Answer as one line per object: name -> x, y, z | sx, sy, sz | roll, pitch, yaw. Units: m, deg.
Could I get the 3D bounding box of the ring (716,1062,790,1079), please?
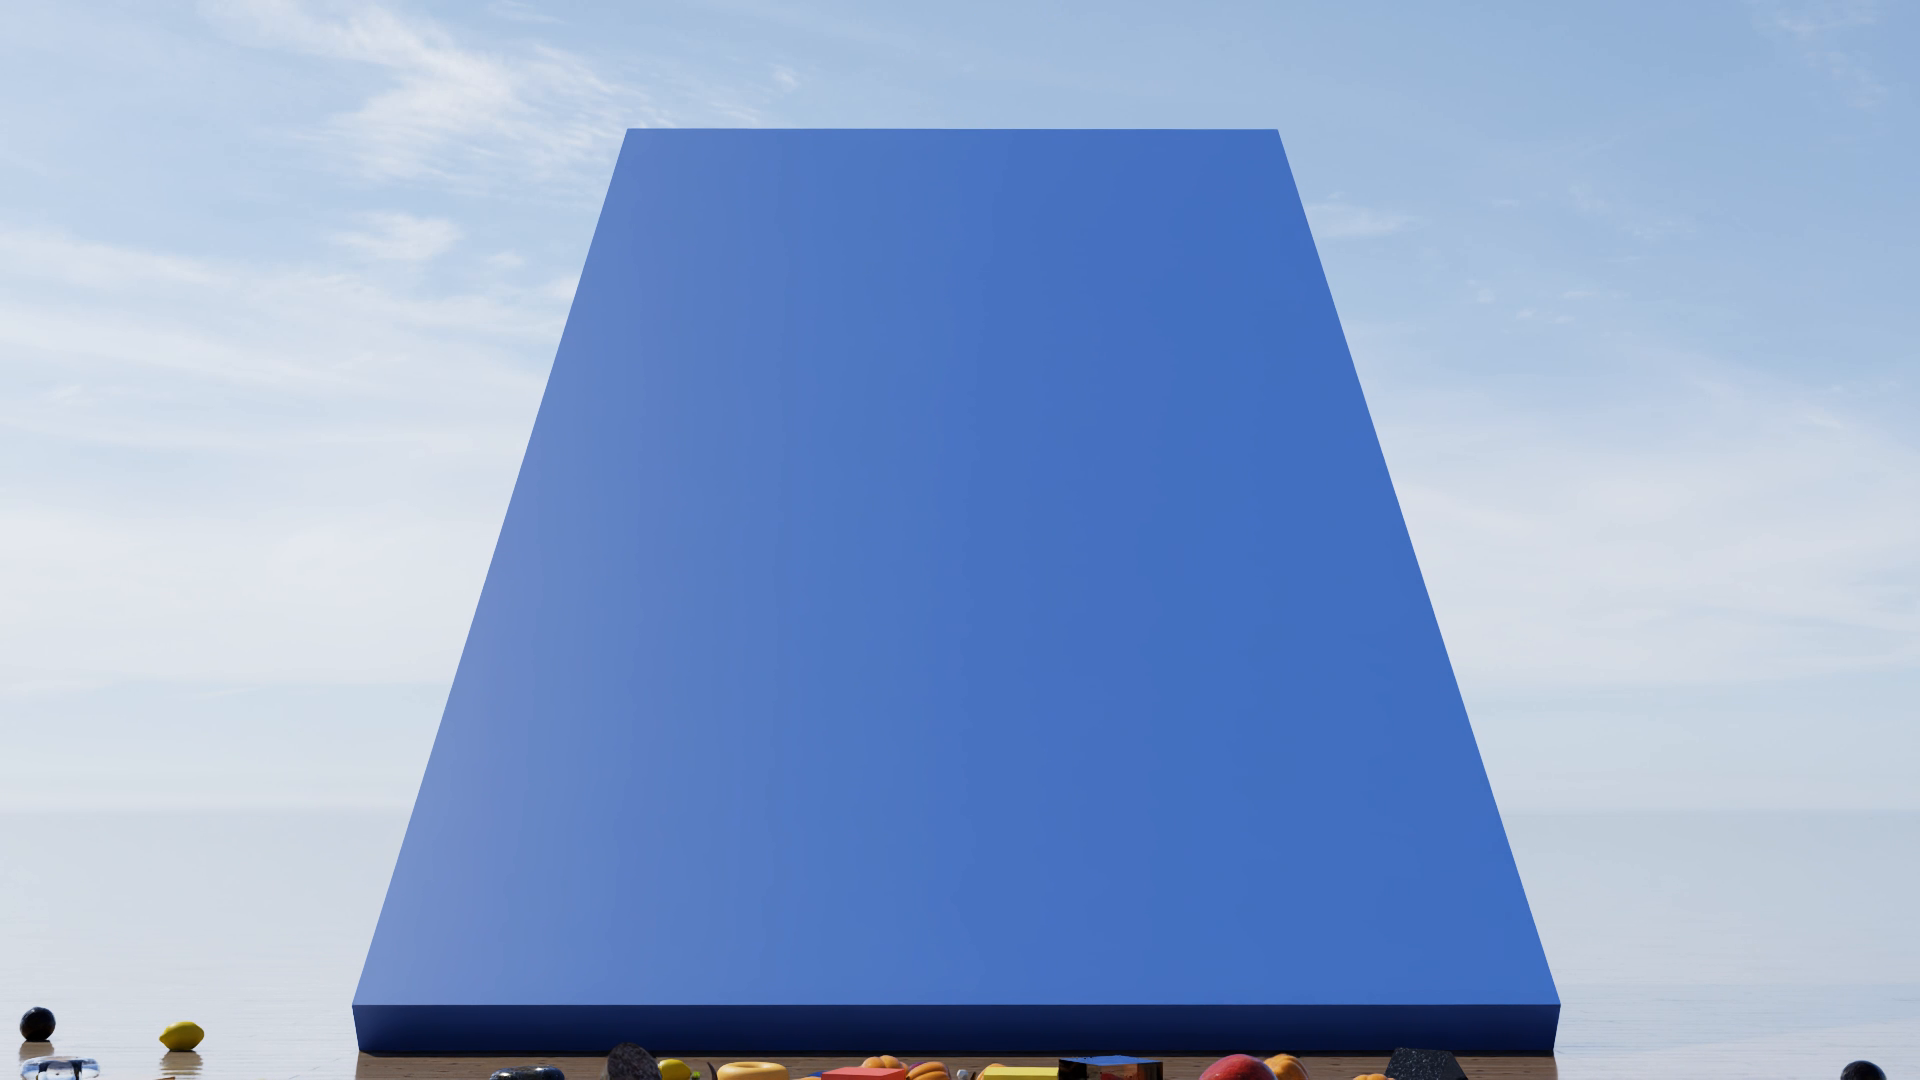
ring -> -0.298, 0.774, 3.490 | 0.105, 0.035, 0.105 | 1, -5, 0

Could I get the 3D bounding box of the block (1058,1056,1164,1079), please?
block -> 0.186, 0.688, 2.988 | 0.092, 0.092, 0.092 | 4, -7, -31

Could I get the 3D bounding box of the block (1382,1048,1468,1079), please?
block -> 0.569, 0.678, 2.965 | 0.077, 0.077, 0.077 | -6, -51, 41

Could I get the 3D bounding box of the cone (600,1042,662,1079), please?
cone -> -0.471, 0.747, 3.291 | 0.096, 0.096, 0.096 | -36, -25, 30

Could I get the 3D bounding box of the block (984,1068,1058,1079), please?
block -> 0.074, 0.683, 2.913 | 0.087, 0.087, 0.087 | 0, -6, 4

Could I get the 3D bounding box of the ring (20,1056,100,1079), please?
ring -> -1.324, 0.781, 3.567 | 0.113, 0.038, 0.113 | 0, -8, 0

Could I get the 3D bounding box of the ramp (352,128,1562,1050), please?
ramp -> -0.014, -0.205, 5.756 | 2.000, 0.100, 4.000 | 0, 31, 0

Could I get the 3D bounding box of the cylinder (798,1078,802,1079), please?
cylinder -> -0.198, 0.723, 3.128 | 0.055, 0.055, 0.055 | 6, -9, -42

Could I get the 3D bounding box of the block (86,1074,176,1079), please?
block -> -0.998, 0.684, 2.896 | 0.080, 0.080, 0.080 | -2, -7, 20

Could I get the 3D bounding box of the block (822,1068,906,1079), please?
block -> -0.119, 0.694, 2.981 | 0.080, 0.080, 0.080 | -2, -7, 19

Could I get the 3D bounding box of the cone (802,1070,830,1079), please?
cone -> -0.166, 0.729, 3.095 | 0.078, 0.078, 0.078 | -3, -39, 25

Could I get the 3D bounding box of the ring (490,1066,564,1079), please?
ring -> -0.613, 0.767, 3.433 | 0.107, 0.036, 0.107 | -1, -6, 0
